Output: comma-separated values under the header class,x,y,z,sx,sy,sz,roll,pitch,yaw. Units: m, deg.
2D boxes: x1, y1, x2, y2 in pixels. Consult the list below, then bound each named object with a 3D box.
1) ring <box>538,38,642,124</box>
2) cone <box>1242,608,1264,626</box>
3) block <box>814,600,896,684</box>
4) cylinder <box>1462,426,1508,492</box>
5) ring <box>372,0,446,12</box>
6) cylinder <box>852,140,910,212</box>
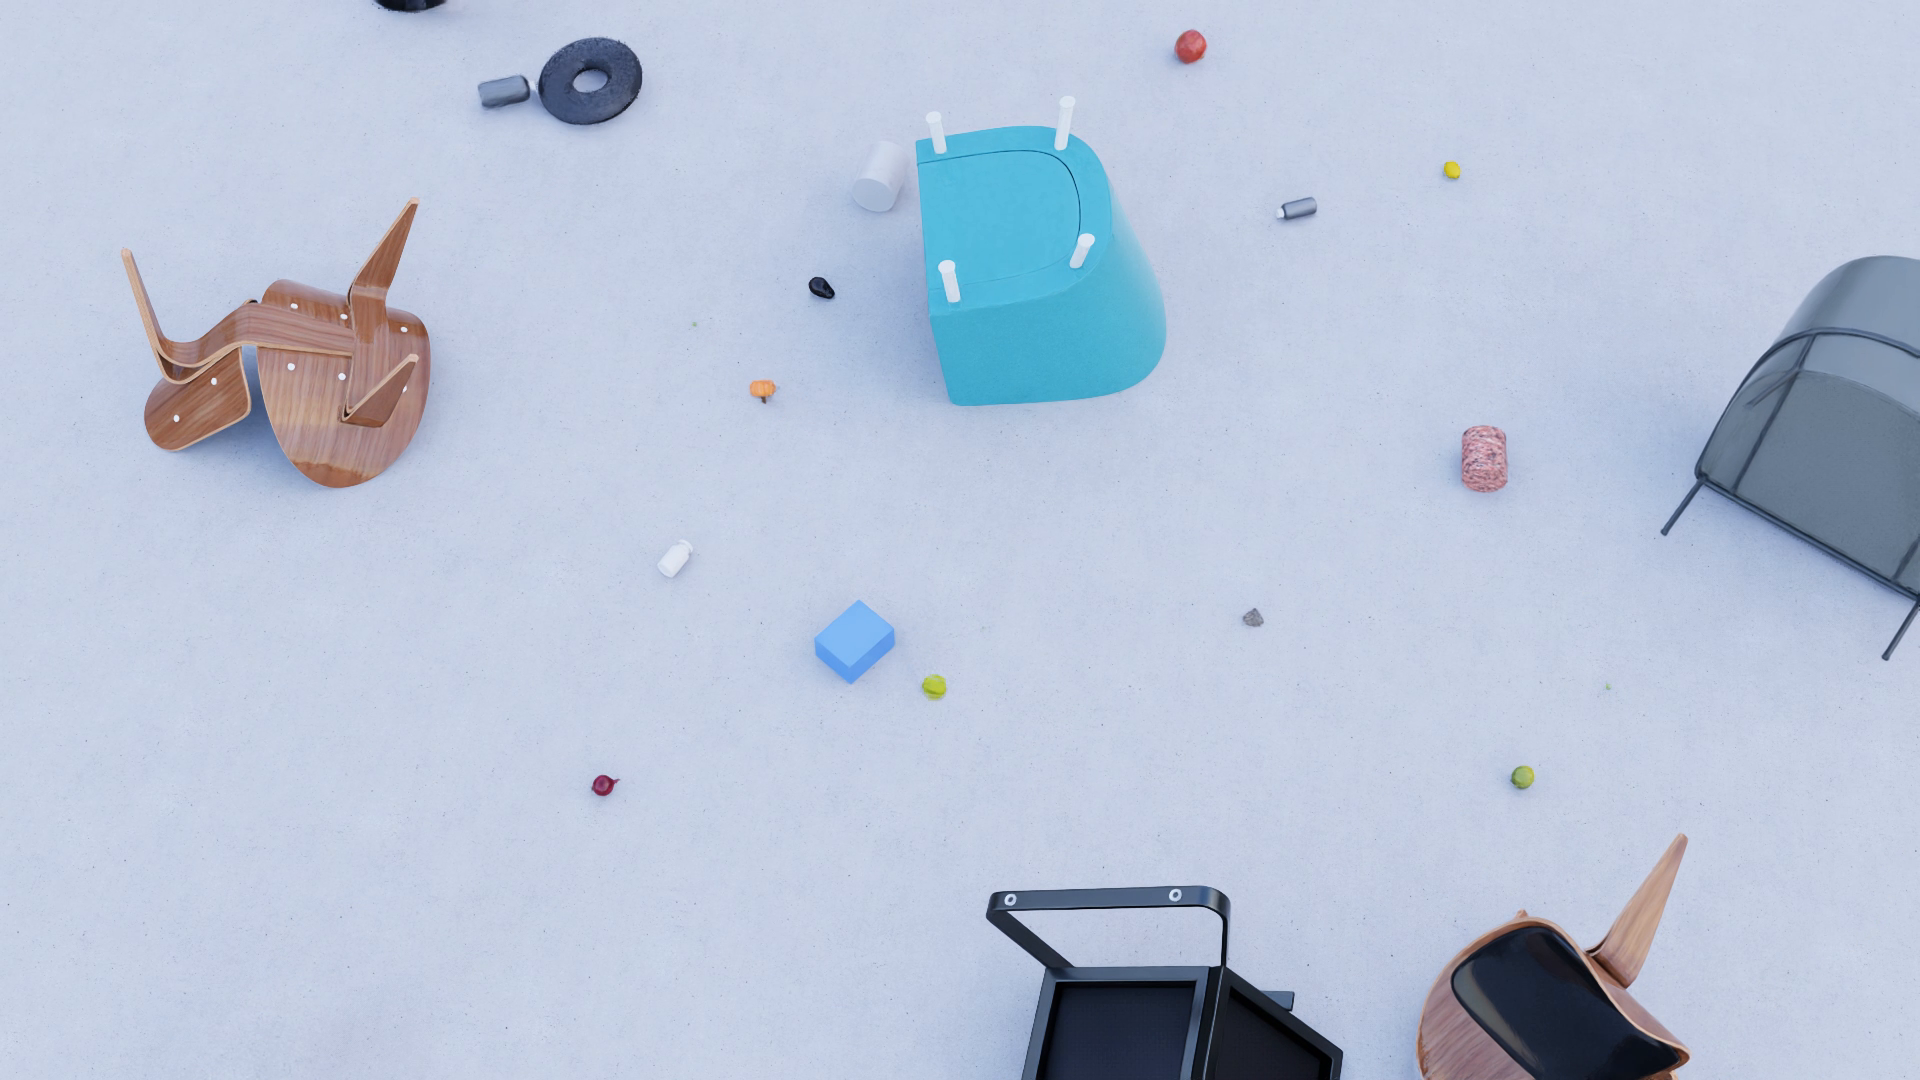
class,x,y,z,sx,sy,sz,roll,pitch,yaw
ring,-1.275,-1.585,7.589,0.358,0.082,0.402,9,57,6
cone,0.857,0.215,6.417,0.062,0.047,0.063,14,36,1
block,-0.302,0.293,6.320,0.143,0.096,0.181,38,64,22
cylinder,1.591,-0.246,6.667,0.131,0.120,0.164,8,56,1
ring,-1.927,-2.008,7.735,0.380,0.316,0.178,-14,64,9
cylinder,-0.263,-1.205,7.290,0.150,0.155,0.175,24,58,-6
